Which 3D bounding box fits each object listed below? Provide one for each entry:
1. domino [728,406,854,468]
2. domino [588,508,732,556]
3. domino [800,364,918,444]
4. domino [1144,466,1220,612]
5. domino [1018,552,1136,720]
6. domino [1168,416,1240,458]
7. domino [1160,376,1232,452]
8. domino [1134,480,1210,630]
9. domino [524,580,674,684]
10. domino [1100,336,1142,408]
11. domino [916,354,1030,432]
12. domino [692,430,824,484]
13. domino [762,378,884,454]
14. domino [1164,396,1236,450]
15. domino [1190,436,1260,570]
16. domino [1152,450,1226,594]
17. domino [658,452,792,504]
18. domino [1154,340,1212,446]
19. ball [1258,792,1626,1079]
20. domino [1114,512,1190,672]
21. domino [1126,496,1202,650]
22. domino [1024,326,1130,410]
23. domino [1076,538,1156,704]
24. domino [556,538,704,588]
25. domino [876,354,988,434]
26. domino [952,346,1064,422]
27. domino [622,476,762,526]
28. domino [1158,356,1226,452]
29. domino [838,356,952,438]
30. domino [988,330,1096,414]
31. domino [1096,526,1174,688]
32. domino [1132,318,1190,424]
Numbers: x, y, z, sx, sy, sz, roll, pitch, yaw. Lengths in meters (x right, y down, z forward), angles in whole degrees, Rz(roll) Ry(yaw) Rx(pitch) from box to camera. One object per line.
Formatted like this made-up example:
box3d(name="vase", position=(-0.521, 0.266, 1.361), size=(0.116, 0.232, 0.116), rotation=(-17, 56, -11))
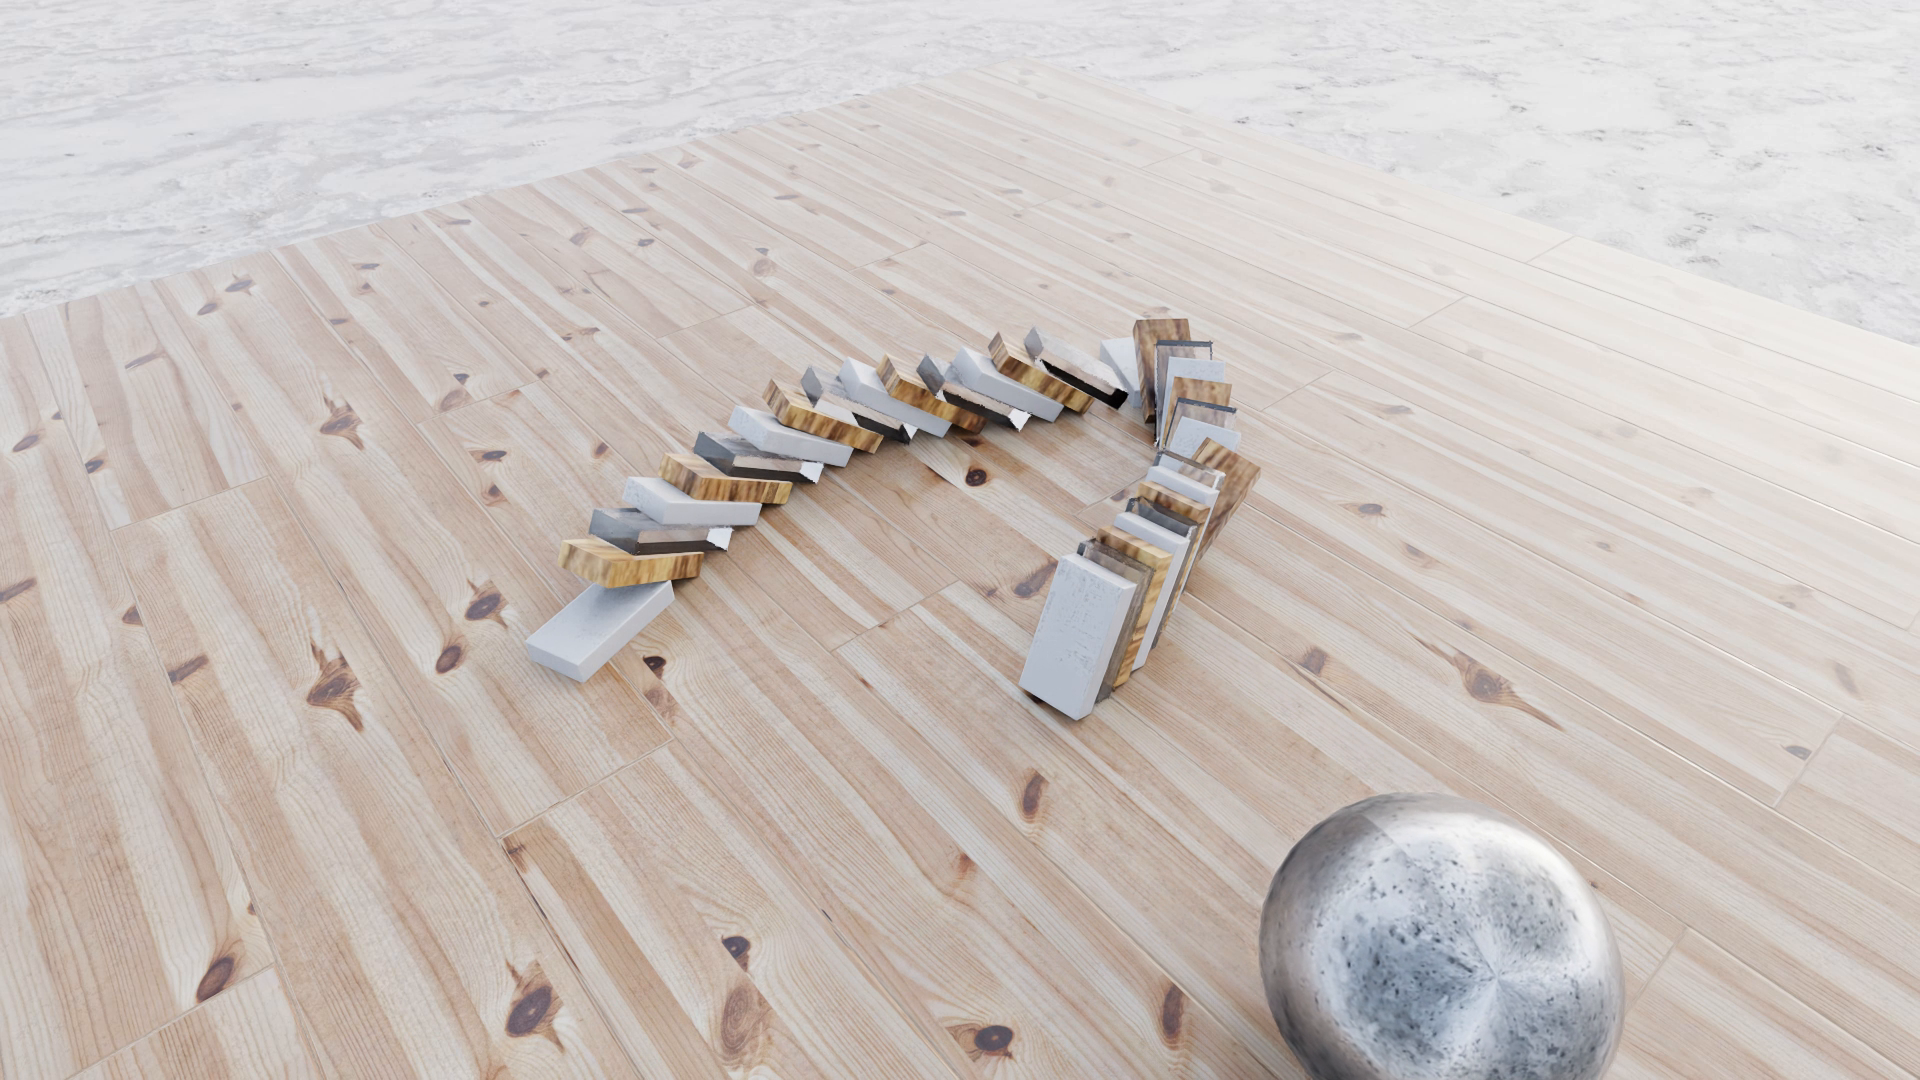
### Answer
box3d(name="domino", position=(-0.073, -0.045, 0.477), size=(0.025, 0.010, 0.050), rotation=(35, 17, 35))
box3d(name="domino", position=(-0.116, -0.004, 0.428), size=(0.025, 0.009, 0.050), rotation=(23, 13, 27))
box3d(name="domino", position=(-0.045, -0.061, 0.496), size=(0.050, 0.009, 0.025), rotation=(19, 25, -34))
box3d(name="domino", position=(0.076, 0.000, 0.412), size=(0.025, 0.050, 0.010), rotation=(28, 23, 30))
box3d(name="domino", position=(0.039, 0.033, 0.372), size=(0.025, 0.050, 0.009), rotation=(29, 23, 30))
box3d(name="domino", position=(0.094, -0.023, 0.450), size=(0.025, 0.009, 0.050), rotation=(20, 78, 19))
box3d(name="domino", position=(0.101, -0.045, 0.477), size=(0.025, 0.010, 0.050), rotation=(10, 75, 12))
box3d(name="domino", position=(0.071, 0.006, 0.404), size=(0.025, 0.050, 0.009), rotation=(28, 23, 30))
box3d(name="domino", position=(-0.132, 0.029, 0.408), size=(0.025, 0.009, 0.050), rotation=(19, 43, 21))
box3d(name="domino", position=(0.090, -0.084, 0.546), size=(0.025, 0.010, 0.050), rotation=(-9, 40, -10))
box3d(name="domino", position=(0.006, -0.068, 0.505), size=(0.050, 0.009, 0.025), rotation=(17, 27, -36))
box3d(name="domino", position=(-0.085, -0.035, 0.467), size=(0.025, 0.009, 0.050), rotation=(32, 18, 33))
box3d(name="domino", position=(-0.061, -0.055, 0.489), size=(0.050, 0.010, 0.025), rotation=(15, 24, -40))
box3d(name="domino", position=(0.098, -0.033, 0.463), size=(0.025, 0.009, 0.050), rotation=(14, 76, 16))
box3d(name="domino", position=(0.094, -0.013, 0.436), size=(0.025, 0.009, 0.050), rotation=(35, 83, 22))
box3d(name="domino", position=(0.080, -0.006, 0.419), size=(0.025, 0.050, 0.009), rotation=(27, 22, 29))
box3d(name="domino", position=(-0.096, -0.025, 0.455), size=(0.025, 0.010, 0.050), rotation=(30, 17, 32))
box3d(name="domino", position=(0.103, -0.067, 0.506), size=(0.025, 0.010, 0.050), rotation=(3, 71, 3))
box3d(name="ball", position=(0.113, 0.101, 0.264), size=(0.080, 0.080, 0.080), rotation=(0, 39, 0))
box3d(name="domino", position=(0.060, 0.018, 0.390), size=(0.025, 0.050, 0.009), rotation=(29, 23, 30))
box3d(name="domino", position=(0.066, 0.012, 0.397), size=(0.025, 0.050, 0.009), rotation=(29, 23, 30))
box3d(name="domino", position=(0.055, -0.082, 0.522), size=(0.050, 0.009, 0.025), rotation=(23, 29, -24))
box3d(name="domino", position=(0.046, 0.028, 0.378), size=(0.025, 0.050, 0.010), rotation=(29, 23, 30))
box3d(name="domino", position=(-0.123, 0.007, 0.415), size=(0.025, 0.009, 0.050), rotation=(20, 12, 23))
box3d(name="domino", position=(-0.012, -0.067, 0.503), size=(0.050, 0.010, 0.025), rotation=(20, 26, -33))
box3d(name="domino", position=(0.022, -0.072, 0.511), size=(0.050, 0.010, 0.025), rotation=(17, 28, -36))
box3d(name="domino", position=(-0.107, -0.015, 0.443), size=(0.025, 0.009, 0.050), rotation=(29, 16, 30))
box3d(name="domino", position=(0.103, -0.056, 0.491), size=(0.025, 0.010, 0.050), rotation=(7, 74, 8))
box3d(name="domino", position=(-0.029, -0.065, 0.501), size=(0.050, 0.010, 0.025), rotation=(20, 26, -32))
box3d(name="domino", position=(0.038, -0.079, 0.519), size=(0.050, 0.009, 0.025), rotation=(22, 29, -26))
box3d(name="domino", position=(0.054, 0.023, 0.384), size=(0.025, 0.050, 0.010), rotation=(29, 23, 30))
box3d(name="domino", position=(0.098, -0.080, 0.522), size=(0.025, 0.010, 0.050), rotation=(-2, 71, -4))
